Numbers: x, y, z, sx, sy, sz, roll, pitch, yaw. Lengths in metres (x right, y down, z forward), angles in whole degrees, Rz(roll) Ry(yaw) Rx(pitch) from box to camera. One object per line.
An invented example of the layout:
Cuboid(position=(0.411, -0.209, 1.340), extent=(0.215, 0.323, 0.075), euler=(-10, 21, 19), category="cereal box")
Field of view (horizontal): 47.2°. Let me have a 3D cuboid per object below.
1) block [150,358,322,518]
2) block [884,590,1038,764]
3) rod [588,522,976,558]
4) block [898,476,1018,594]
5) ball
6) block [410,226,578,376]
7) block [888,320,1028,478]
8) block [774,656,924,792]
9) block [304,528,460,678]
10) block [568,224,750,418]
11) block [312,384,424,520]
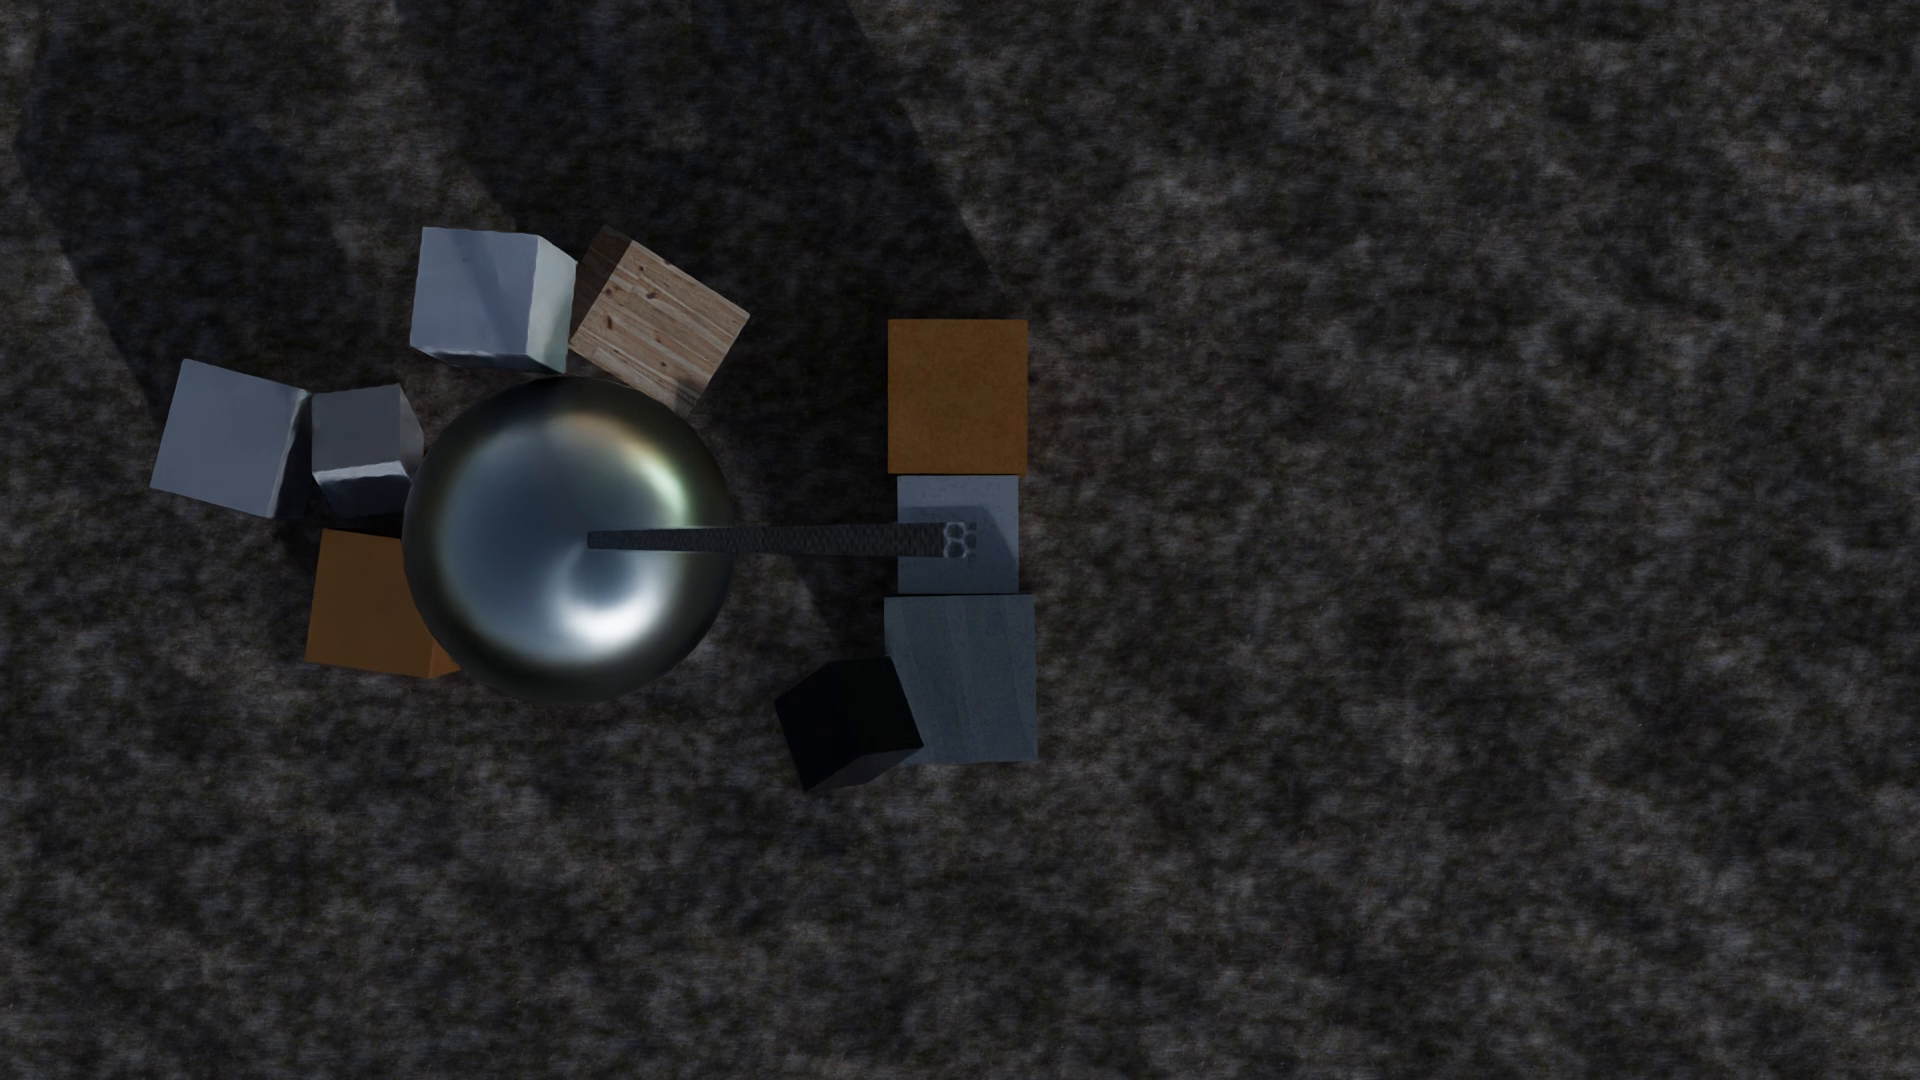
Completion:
Cuboid(position=(-4.114, -0.573, 12.649), extent=(0.672, 0.701, 0.747), euler=(15, 90, 0), category="block")
Cuboid(position=(0.004, 0.765, 12.543), extent=(0.827, 0.914, 0.915), euler=(-1, 90, 0), category="block")
Cuboid(position=(-0.817, 0.000, 7.433), extent=(0.080, 5.200, 0.080), euler=(0, 90, -18), category="rod")
Cuboid(position=(-0.011, -0.030, 12.629), extent=(0.674, 0.741, 0.659), euler=(0, 90, 0), category="block")
Cuboid(position=(-1.887, 0.000, 10.660), extent=(1.600, 1.600, 1.600), euler=(0, 90, 0), category="ball")
Cuboid(position=(-2.170, -1.109, 10.274), extent=(0.551, 0.585, 0.553), euler=(5, 86, 7), category="block")
Cuboid(position=(-0.013, -0.798, 12.614), extent=(0.776, 0.771, 0.857), euler=(0, 90, 0), category="block")
Cuboid(position=(-0.607, 1.001, 11.961), extent=(0.515, 0.459, 0.541), euler=(-36, 67, 39), category="block")
Cuboid(position=(-3.257, 0.353, 12.627), extent=(0.699, 0.744, 0.748), euler=(8, 90, 0), category="block")
Cuboid(position=(-1.789, -1.249, 12.481), extent=(0.792, 0.758, 0.688), euler=(31, 91, -25), category="block")
Cuboid(position=(-3.393, -0.506, 12.626), extent=(0.494, 0.535, 0.521), euler=(-8, 61, -1), category="block")
